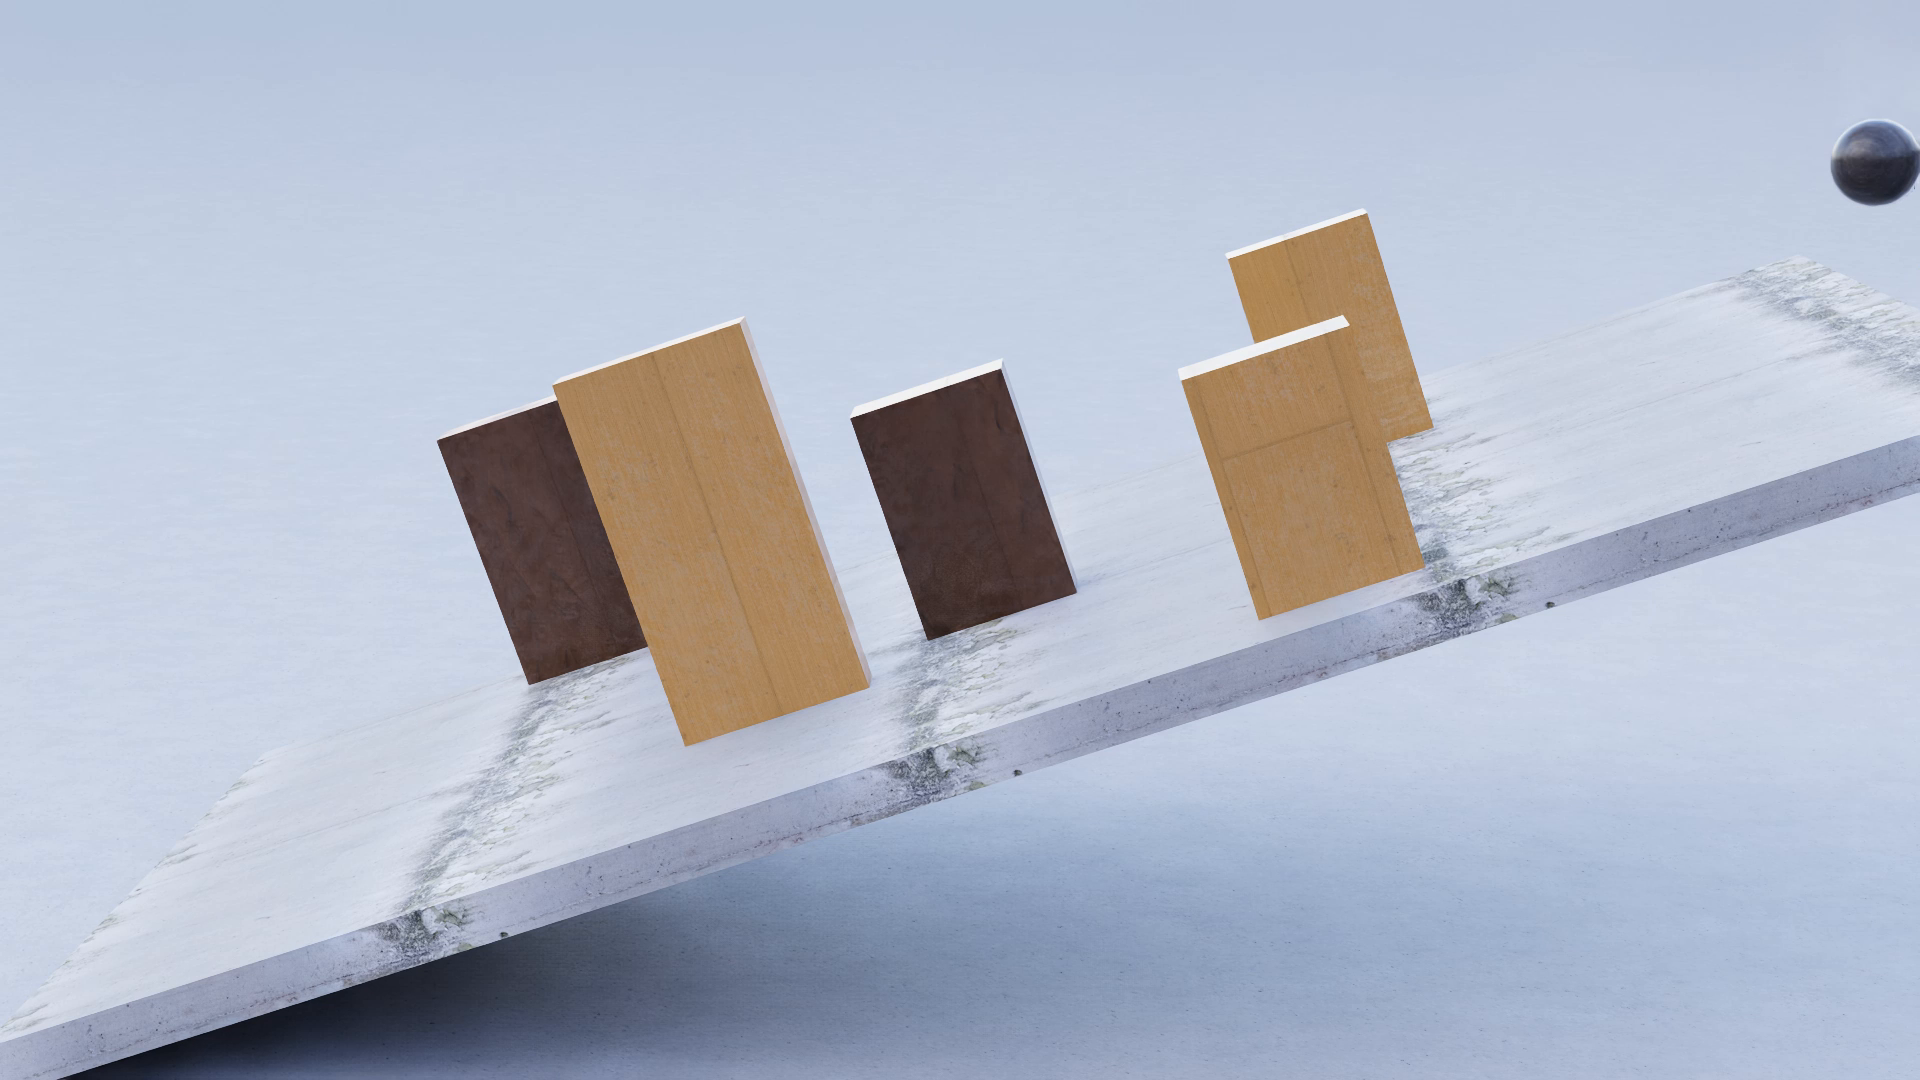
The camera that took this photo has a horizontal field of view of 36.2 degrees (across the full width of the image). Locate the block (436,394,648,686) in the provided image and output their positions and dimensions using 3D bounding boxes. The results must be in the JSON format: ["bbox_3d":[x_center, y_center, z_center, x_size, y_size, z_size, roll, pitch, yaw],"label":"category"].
[{"bbox_3d":[-0.943,-0.023,7.147,0.437,0.638,0.135,-18,11,6],"label":"block"}]

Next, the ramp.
[{"bbox_3d":[0.106,0.181,6.306,4.000,0.100,2.000,-18,11,6],"label":"ramp"}]

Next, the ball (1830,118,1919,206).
[{"bbox_3d":[1.819,-0.750,5.843,0.173,0.173,0.173,0,12,0],"label":"ball"}]

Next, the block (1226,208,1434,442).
[{"bbox_3d":[0.825,-0.446,6.569,0.321,0.504,0.102,-18,11,6],"label":"block"}]

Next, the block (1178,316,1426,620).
[{"bbox_3d":[0.630,-0.134,5.434,0.320,0.472,0.136,-18,11,6],"label":"block"}]

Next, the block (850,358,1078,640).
[{"bbox_3d":[0.011,-0.085,6.183,0.330,0.500,0.139,-18,11,6],"label":"block"}]

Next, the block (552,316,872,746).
[{"bbox_3d":[-0.495,-0.014,5.938,0.397,0.784,0.096,-18,11,6],"label":"block"}]
